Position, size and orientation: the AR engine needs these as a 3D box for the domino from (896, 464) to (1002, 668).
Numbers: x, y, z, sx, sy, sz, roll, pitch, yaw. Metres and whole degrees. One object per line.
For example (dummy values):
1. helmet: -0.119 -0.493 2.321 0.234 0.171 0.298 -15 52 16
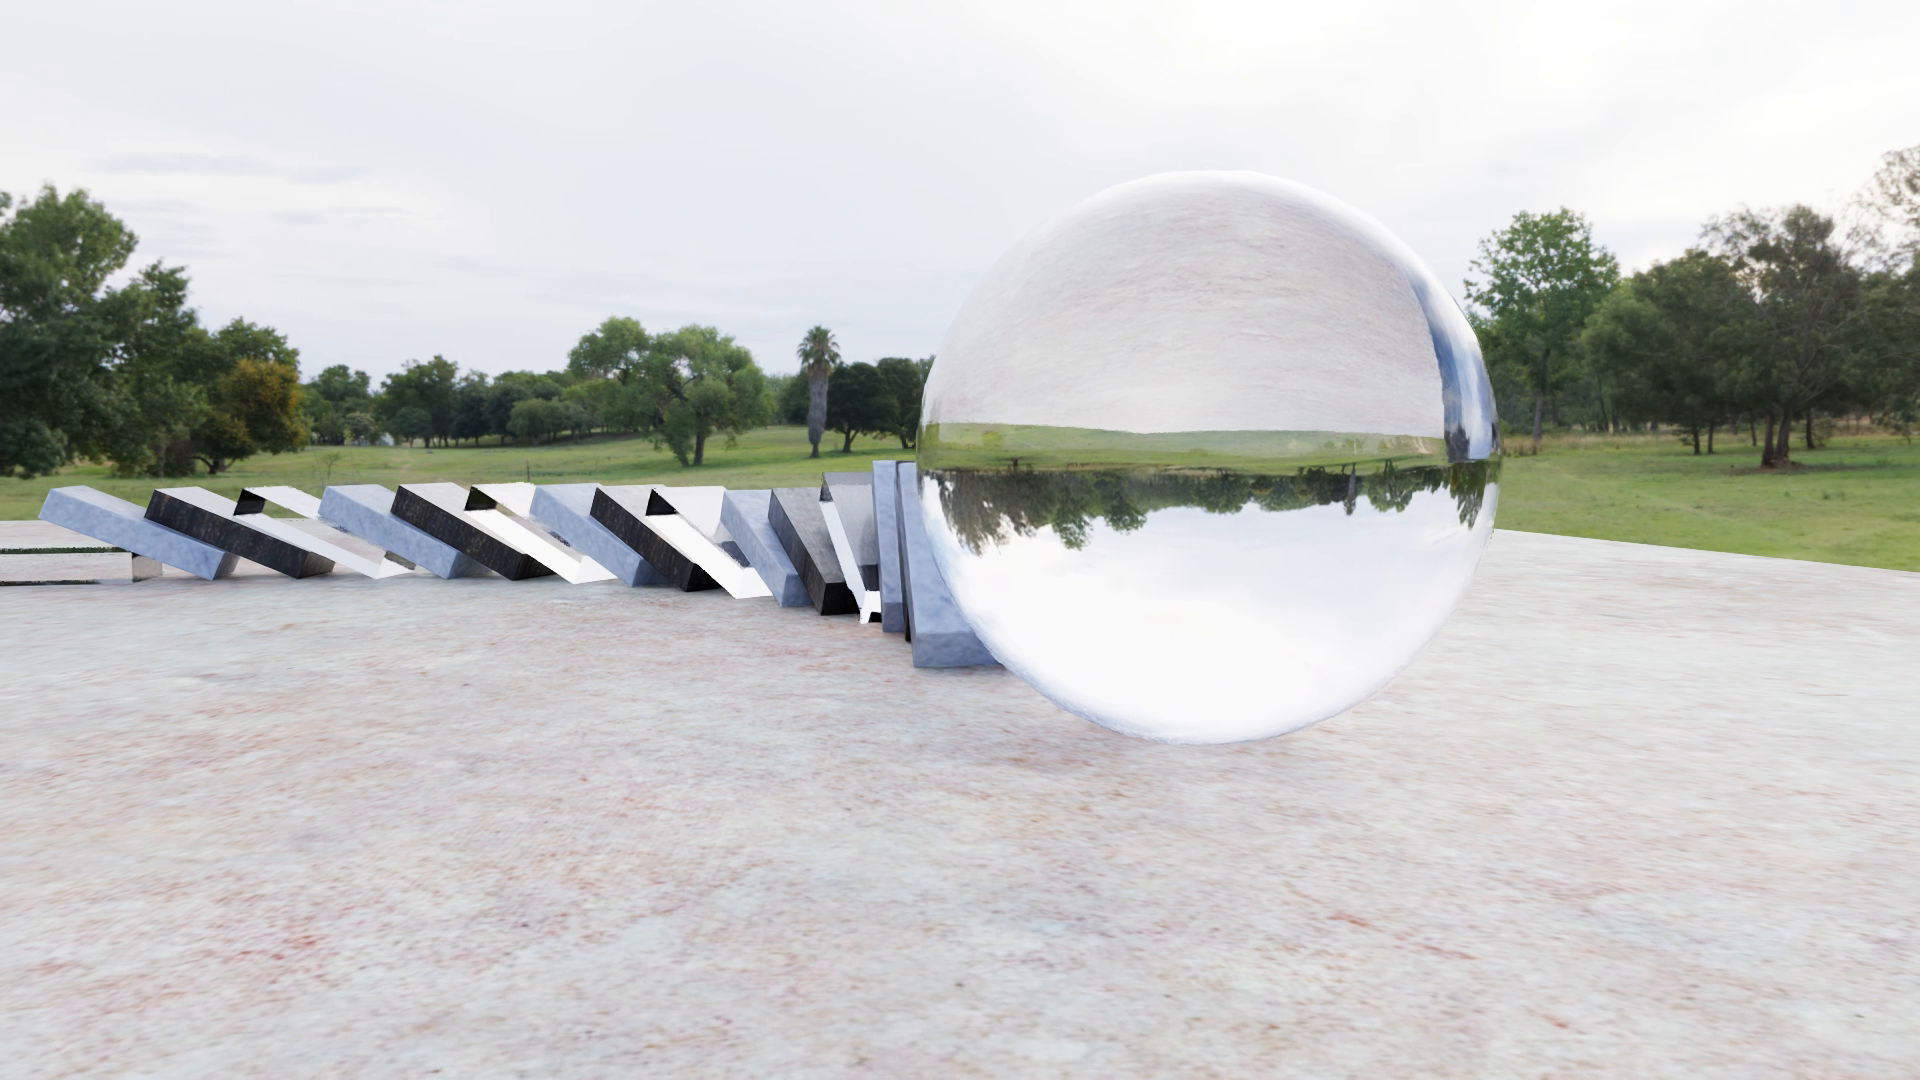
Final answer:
1. domino: 0.001 0.004 0.261 0.025 0.010 0.050 -1 42 -7

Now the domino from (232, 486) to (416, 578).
1. domino: -0.205 -0.003 0.417 0.050 0.009 0.025 23 5 1

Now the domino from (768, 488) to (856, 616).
1. domino: -0.032 0.002 0.341 0.025 0.010 0.050 -2 31 -25

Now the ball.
1. ball: 0.034 -0.011 0.182 0.080 0.080 0.080 0 4 0

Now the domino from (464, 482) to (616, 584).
1. domino: -0.131 -0.003 0.410 0.050 0.009 0.025 29 16 22

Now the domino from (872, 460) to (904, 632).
1. domino: -0.007 0.000 0.307 0.025 0.009 0.050 -1 42 -7

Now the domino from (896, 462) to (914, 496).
1. domino: 0.001 0.003 0.277 0.025 0.010 0.050 -1 42 -7

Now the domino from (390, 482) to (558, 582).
1. domino: -0.155 -0.003 0.415 0.050 0.010 0.025 27 11 14

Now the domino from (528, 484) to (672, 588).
1. domino: -0.108 -0.002 0.401 0.050 0.010 0.025 31 19 27

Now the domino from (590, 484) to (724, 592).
1. domino: -0.087 -0.001 0.389 0.050 0.010 0.025 33 23 33

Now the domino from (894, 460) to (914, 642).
1. domino: -0.001 0.001 0.292 0.025 0.010 0.050 0 42 -7

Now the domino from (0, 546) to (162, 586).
1. domino: -0.280 0.008 0.397 0.050 0.010 0.025 -1 4 -14

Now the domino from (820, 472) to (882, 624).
1. domino: -0.018 0.001 0.324 0.025 0.009 0.050 -1 37 -19

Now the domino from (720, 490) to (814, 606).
1. domino: -0.047 0.001 0.359 0.025 0.010 0.050 -3 29 -30

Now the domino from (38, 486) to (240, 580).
1. domino: -0.256 -0.002 0.403 0.050 0.010 0.025 24 -2 -16

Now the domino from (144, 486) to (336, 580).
1. domino: -0.230 -0.003 0.413 0.050 0.010 0.025 23 3 -5

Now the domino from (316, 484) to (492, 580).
1. domino: -0.179 -0.003 0.418 0.050 0.009 0.025 25 9 9

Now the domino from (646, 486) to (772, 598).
1. domino: -0.068 0.000 0.375 0.025 0.010 0.050 -4 31 -46
